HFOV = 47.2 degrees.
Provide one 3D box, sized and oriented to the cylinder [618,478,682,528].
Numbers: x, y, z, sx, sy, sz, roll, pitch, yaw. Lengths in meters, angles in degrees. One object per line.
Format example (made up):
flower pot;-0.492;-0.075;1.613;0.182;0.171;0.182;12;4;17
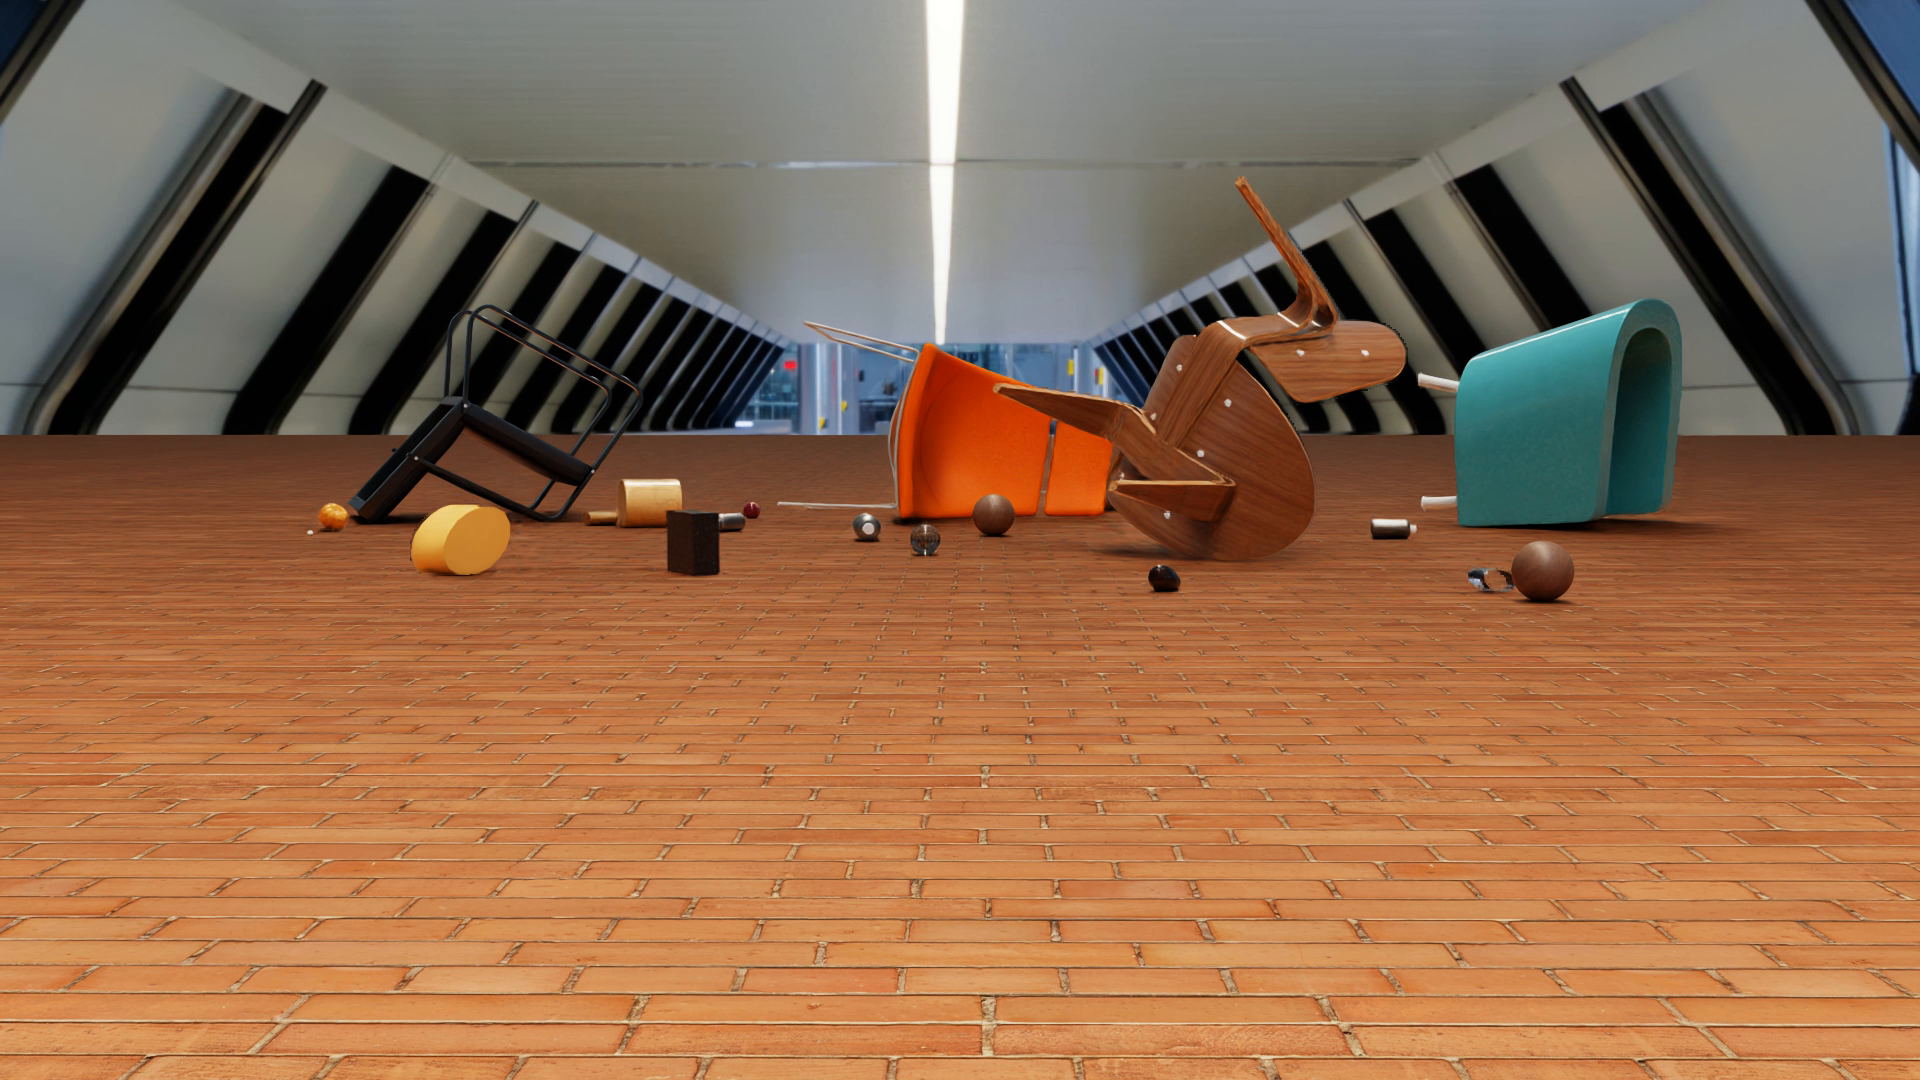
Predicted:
cylinder;-1.010;-0.122;7.165;0.180;0.152;0.185;-1;24;-17

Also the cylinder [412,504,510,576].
cylinder;-1.212;0.000;5.350;0.111;0.153;0.228;3;26;34

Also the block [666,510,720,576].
block;-0.653;0.005;5.376;0.068;0.150;0.169;-2;5;-29

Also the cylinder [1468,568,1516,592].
cylinder;1.181;0.089;4.883;0.091;0.047;0.056;13;-2;-26

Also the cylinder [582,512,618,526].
cylinder;-1.187;-0.070;7.257;0.093;0.043;0.082;-2;2;-27

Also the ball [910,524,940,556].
ball;-0.094;-0.001;5.951;0.083;0.083;0.083;0;4;0
